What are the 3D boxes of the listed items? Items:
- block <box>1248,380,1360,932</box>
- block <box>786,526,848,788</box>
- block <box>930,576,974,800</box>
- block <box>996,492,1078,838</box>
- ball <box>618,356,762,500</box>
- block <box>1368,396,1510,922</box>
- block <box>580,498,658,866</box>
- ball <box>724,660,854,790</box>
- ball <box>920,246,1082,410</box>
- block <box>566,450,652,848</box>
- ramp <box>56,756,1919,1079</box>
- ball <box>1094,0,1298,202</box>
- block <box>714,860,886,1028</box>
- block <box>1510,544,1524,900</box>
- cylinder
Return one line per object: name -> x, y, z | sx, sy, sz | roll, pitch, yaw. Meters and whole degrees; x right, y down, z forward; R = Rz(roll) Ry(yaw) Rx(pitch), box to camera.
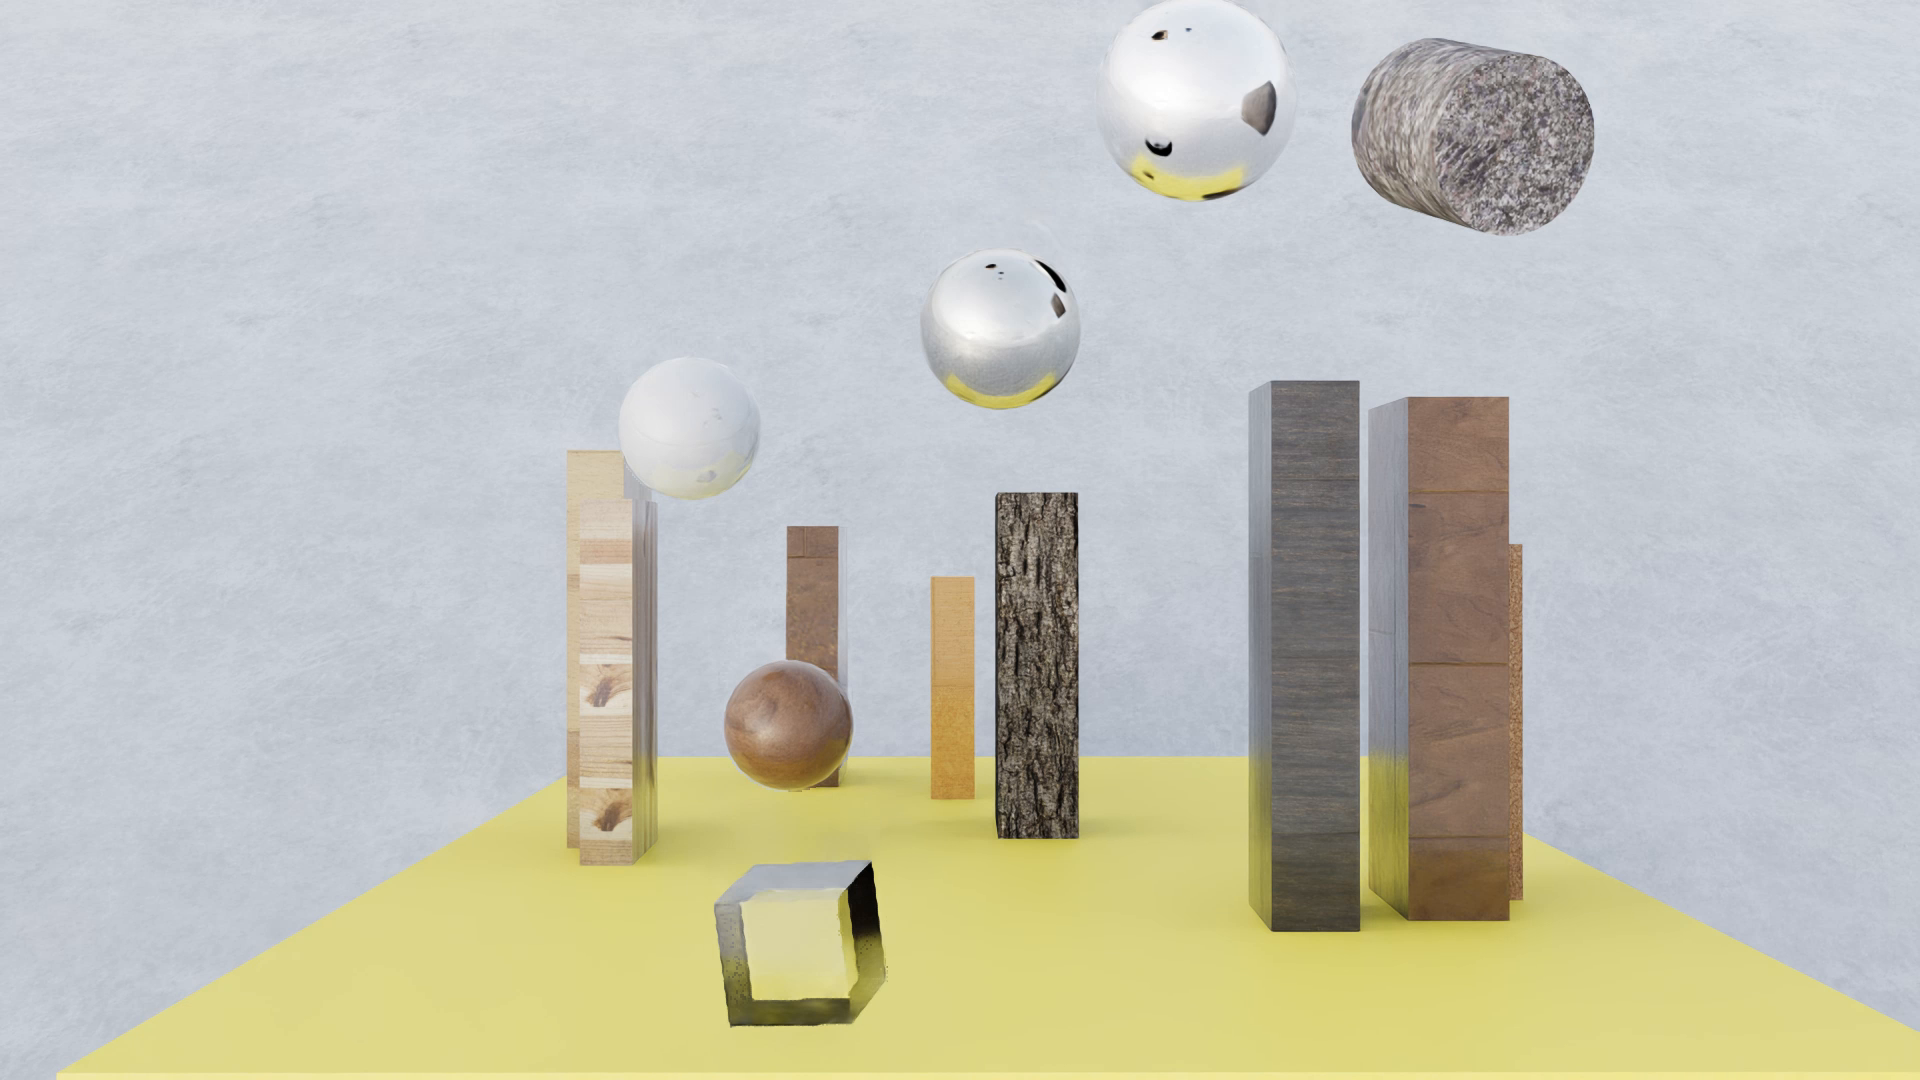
block -> 0.500, 0.163, 3.782 | 0.125, 0.775, 0.285 | 0, 0, 0
block -> -0.332, 0.263, 6.048 | 0.117, 0.588, 0.443 | 0, 0, 0
block -> -0.016, 0.318, 5.708 | 0.094, 0.476, 0.323 | 0, 0, 0
block -> 0.145, 0.233, 4.989 | 0.150, 0.642, 0.384 | 0, 0, 0
ball -> -0.308, -0.127, 2.957 | 0.164, 0.164, 0.164 | 0, 30, 0
block -> 0.721, 0.172, 3.925 | 0.146, 0.759, 0.364 | 0, 0, 0
block -> -0.602, 0.242, 4.583 | 0.089, 0.623, 0.372 | 0, 0, 0
ball -> -0.194, 0.209, 2.930 | 0.147, 0.147, 0.147 | 0, 30, 0
ball -> 0.036, -0.188, 2.304 | 0.145, 0.145, 0.145 | 0, 30, 0
block -> -0.656, 0.196, 4.866 | 0.102, 0.716, 0.429 | 0, 0, 0
ramp -> 0.068, 0.604, 4.667 | 2.000, 0.100, 4.000 | 0, 0, 0
ball -> 0.221, -0.413, 2.424 | 0.190, 0.190, 0.190 | 0, 30, 0
block -> -0.175, 0.445, 2.861 | 0.140, 0.140, 0.140 | -4, 10, 15
block -> 0.811, 0.279, 4.115 | 0.100, 0.545, 0.306 | 0, 0, 0
cylinder -> 0.454, -0.360, 2.301 | 0.156, 0.156, 0.156 | -10, 18, -16
